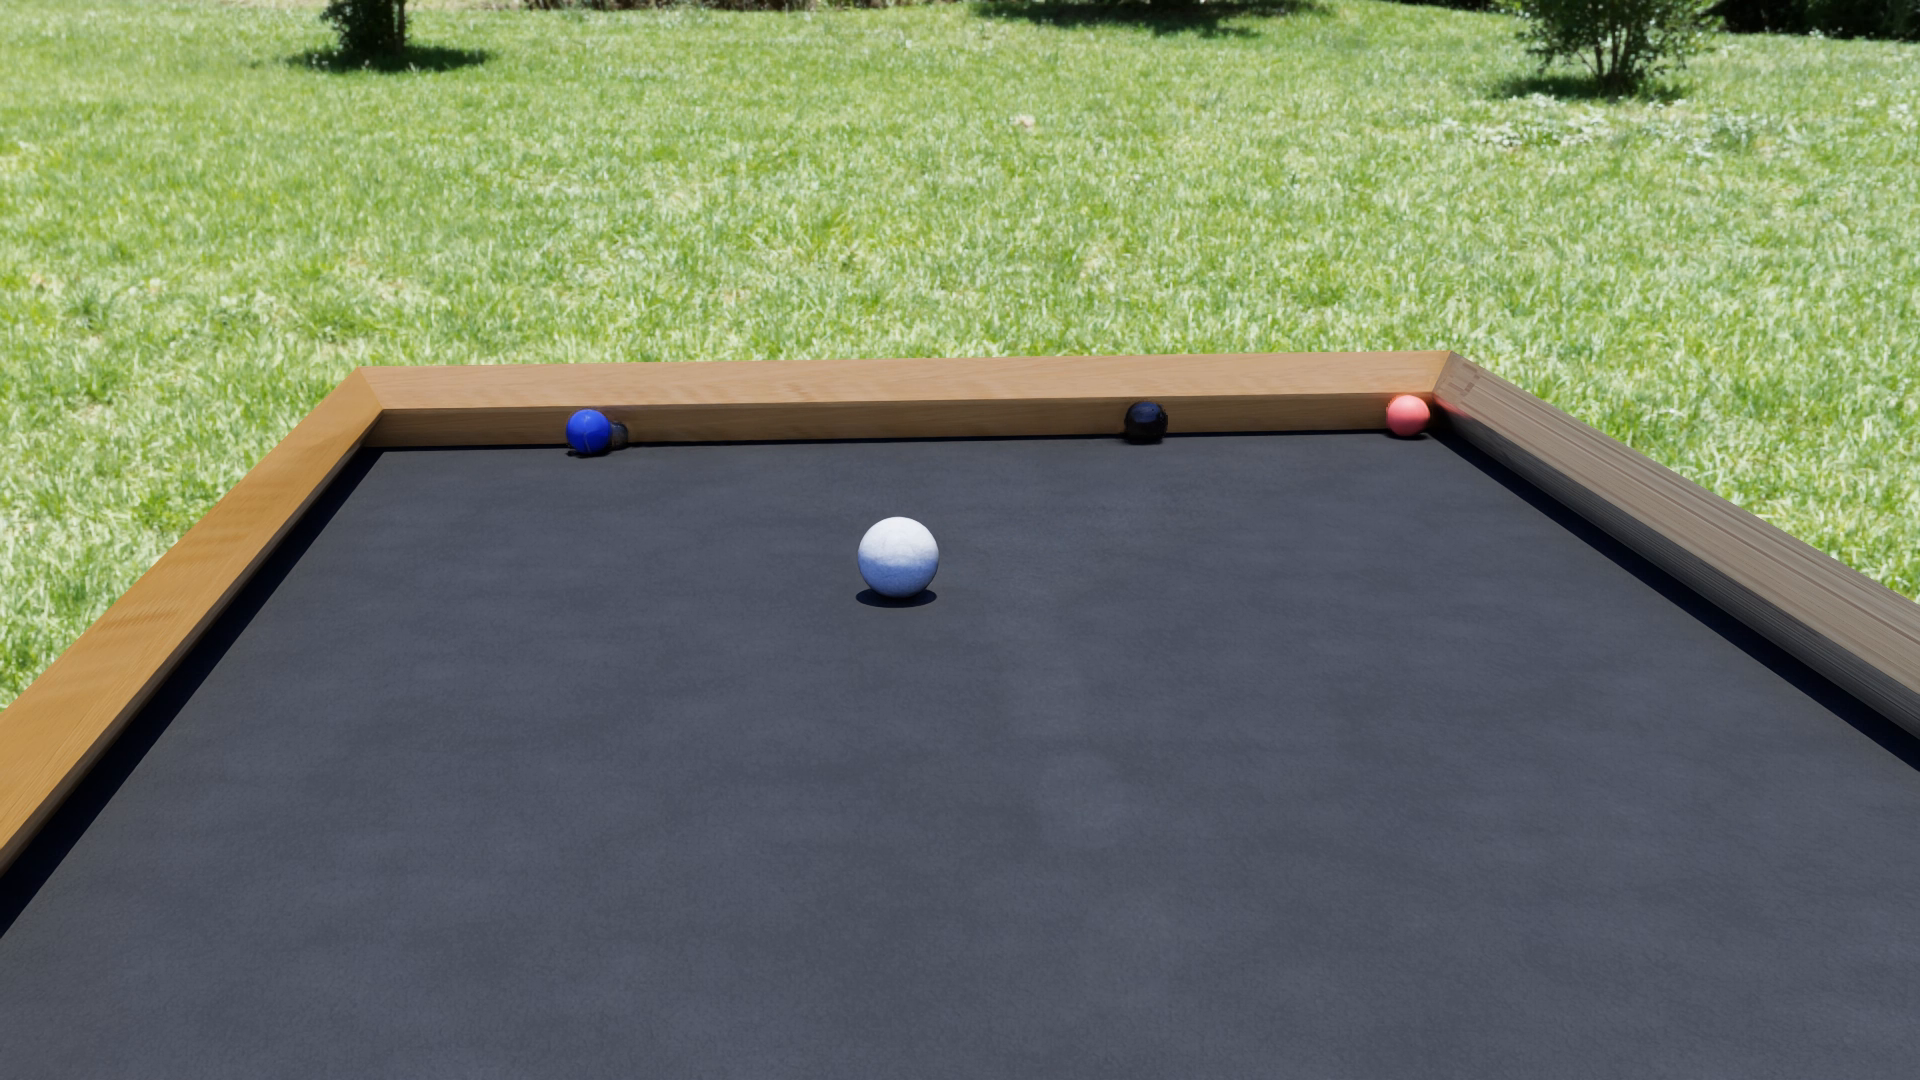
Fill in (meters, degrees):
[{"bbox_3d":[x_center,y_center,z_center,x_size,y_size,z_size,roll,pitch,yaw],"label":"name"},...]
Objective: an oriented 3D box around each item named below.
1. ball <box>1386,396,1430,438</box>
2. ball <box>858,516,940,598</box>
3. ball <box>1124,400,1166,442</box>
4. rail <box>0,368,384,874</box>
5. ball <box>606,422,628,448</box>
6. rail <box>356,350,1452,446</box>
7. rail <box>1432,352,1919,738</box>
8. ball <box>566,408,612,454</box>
[{"bbox_3d":[0.738,-0.204,3.620,0.069,0.069,0.069,0,14,0],"label":"ball"},{"bbox_3d":[-0.075,0.022,2.681,0.100,0.100,0.100,0,14,0],"label":"ball"},{"bbox_3d":[0.302,-0.194,3.583,0.068,0.068,0.068,0,14,0],"label":"ball"},{"bbox_3d":[-0.798,0.194,1.947,0.045,0.130,3.293,-1,14,-5],"label":"rail"},{"bbox_3d":[-0.555,-0.169,3.538,0.043,0.043,0.043,0,14,0],"label":"ball"},{"bbox_3d":[-0.070,-0.228,3.587,1.795,0.130,0.045,-1,14,-5],"label":"rail"},{"bbox_3d":[0.942,0.156,2.096,0.045,0.130,3.293,-1,14,-5],"label":"rail"},{"bbox_3d":[-0.590,-0.172,3.493,0.071,0.071,0.071,0,14,0],"label":"ball"}]
